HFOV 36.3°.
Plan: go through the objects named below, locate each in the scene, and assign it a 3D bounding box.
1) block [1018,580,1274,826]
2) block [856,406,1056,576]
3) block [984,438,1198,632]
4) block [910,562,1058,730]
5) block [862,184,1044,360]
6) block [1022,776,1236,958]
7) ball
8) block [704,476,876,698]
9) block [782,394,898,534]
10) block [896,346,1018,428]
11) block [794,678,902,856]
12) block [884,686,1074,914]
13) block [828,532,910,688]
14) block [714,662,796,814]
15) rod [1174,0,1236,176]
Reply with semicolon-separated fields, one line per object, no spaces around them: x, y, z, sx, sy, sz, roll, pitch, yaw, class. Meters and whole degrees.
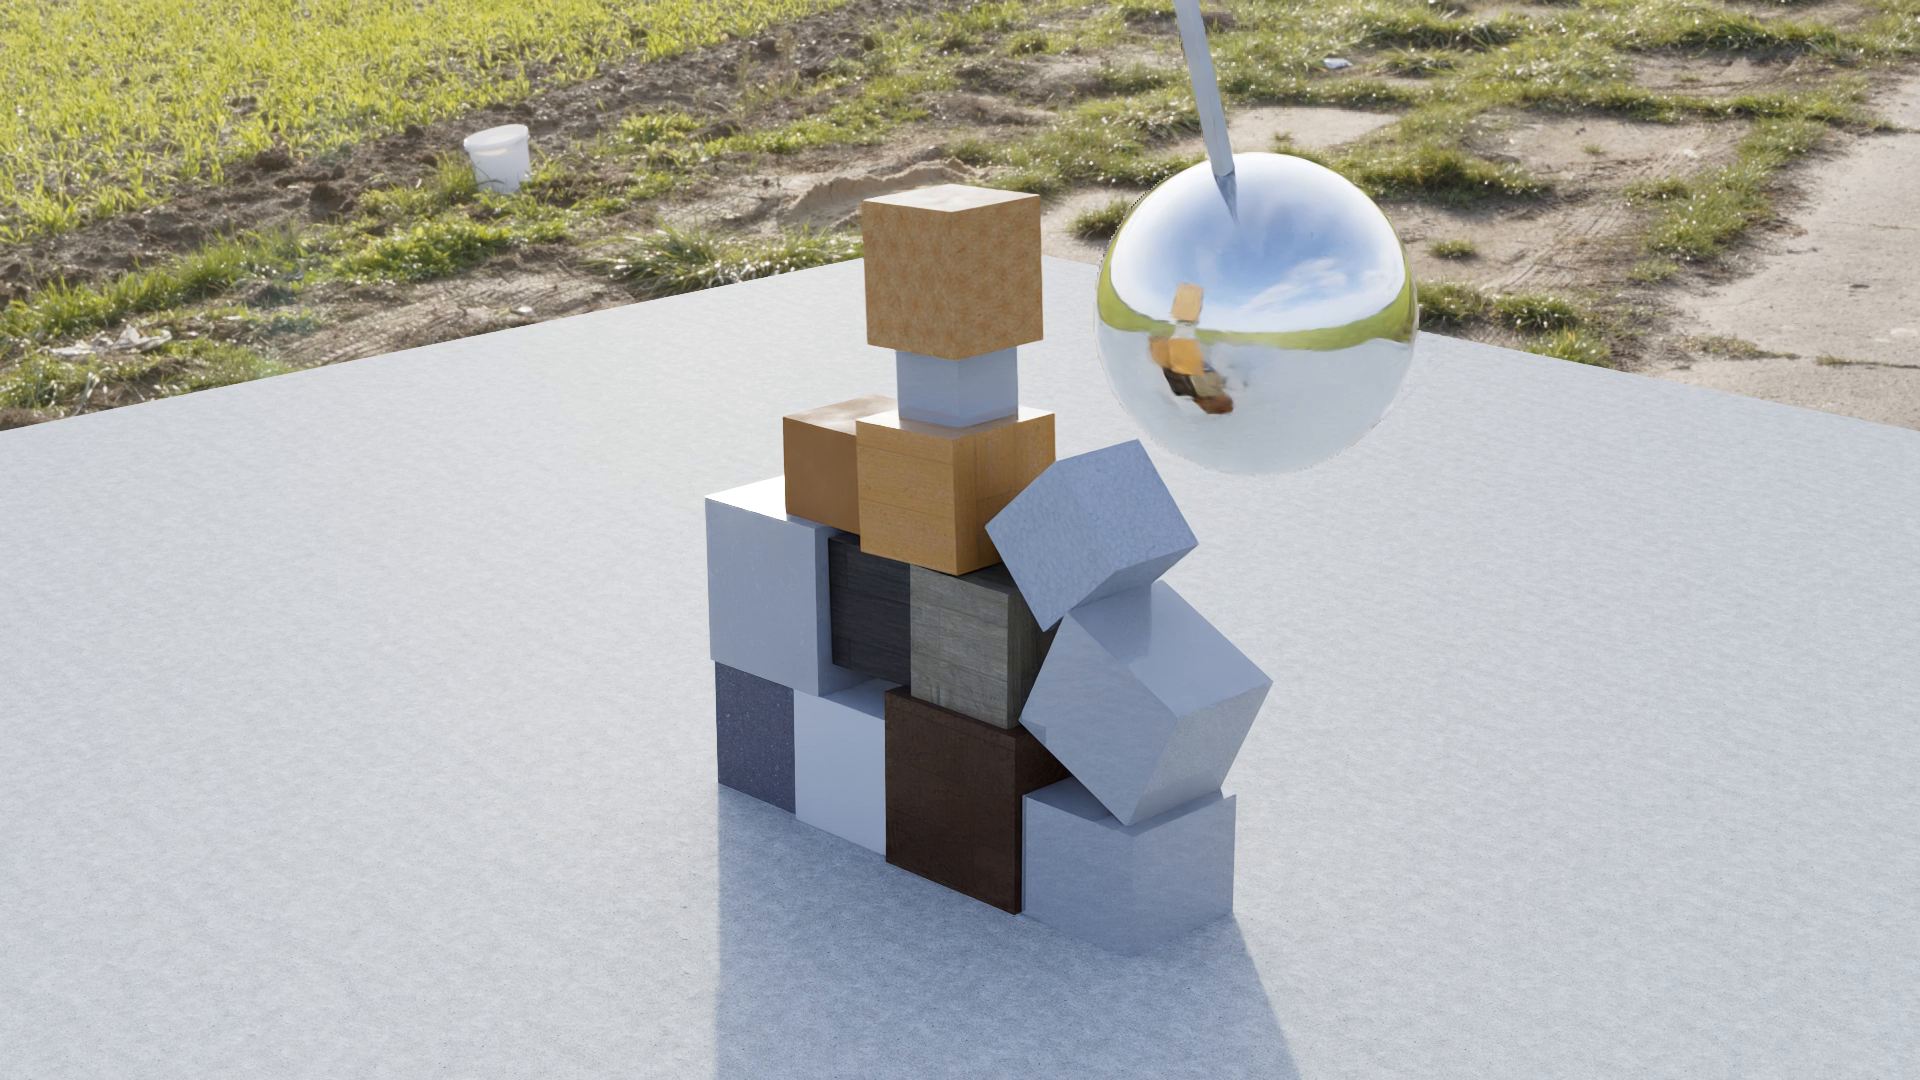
0.803;0.701;12.751;0.623;0.637;0.717;-17;50;-42;block
-0.012;-0.260;13.255;0.651;0.615;0.618;-17;21;-42;block
0.570;-0.021;12.745;0.533;0.543;0.563;-16;-18;-42;block
0.225;0.401;13.217;0.658;0.626;0.607;-17;24;-42;block
-0.031;-1.197;13.018;0.567;0.651;0.549;13;22;43;block
0.746;1.389;12.981;0.682;0.565;0.651;-17;24;-42;block
1.467;-1.117;14.528;1.600;1.600;1.600;0;17;0;ball
-0.701;0.193;14.115;0.779;0.825;0.683;16;23;43;block
-0.417;-0.356;13.694;0.590;0.467;0.560;-17;23;-42;block
-0.012;-0.725;13.154;0.394;0.334;0.375;14;22;43;block
-0.318;1.018;13.982;0.663;0.674;0.666;-17;24;-42;block
0.219;1.098;13.448;0.764;0.842;0.827;-17;24;-42;block
-0.191;0.277;13.655;0.587;0.614;0.585;-17;22;-42;block
-0.775;0.884;14.419;0.595;0.667;0.607;-17;24;-42;block
0.636;-3.912;12.779;0.080;5.200;0.080;17;44;42;rod
